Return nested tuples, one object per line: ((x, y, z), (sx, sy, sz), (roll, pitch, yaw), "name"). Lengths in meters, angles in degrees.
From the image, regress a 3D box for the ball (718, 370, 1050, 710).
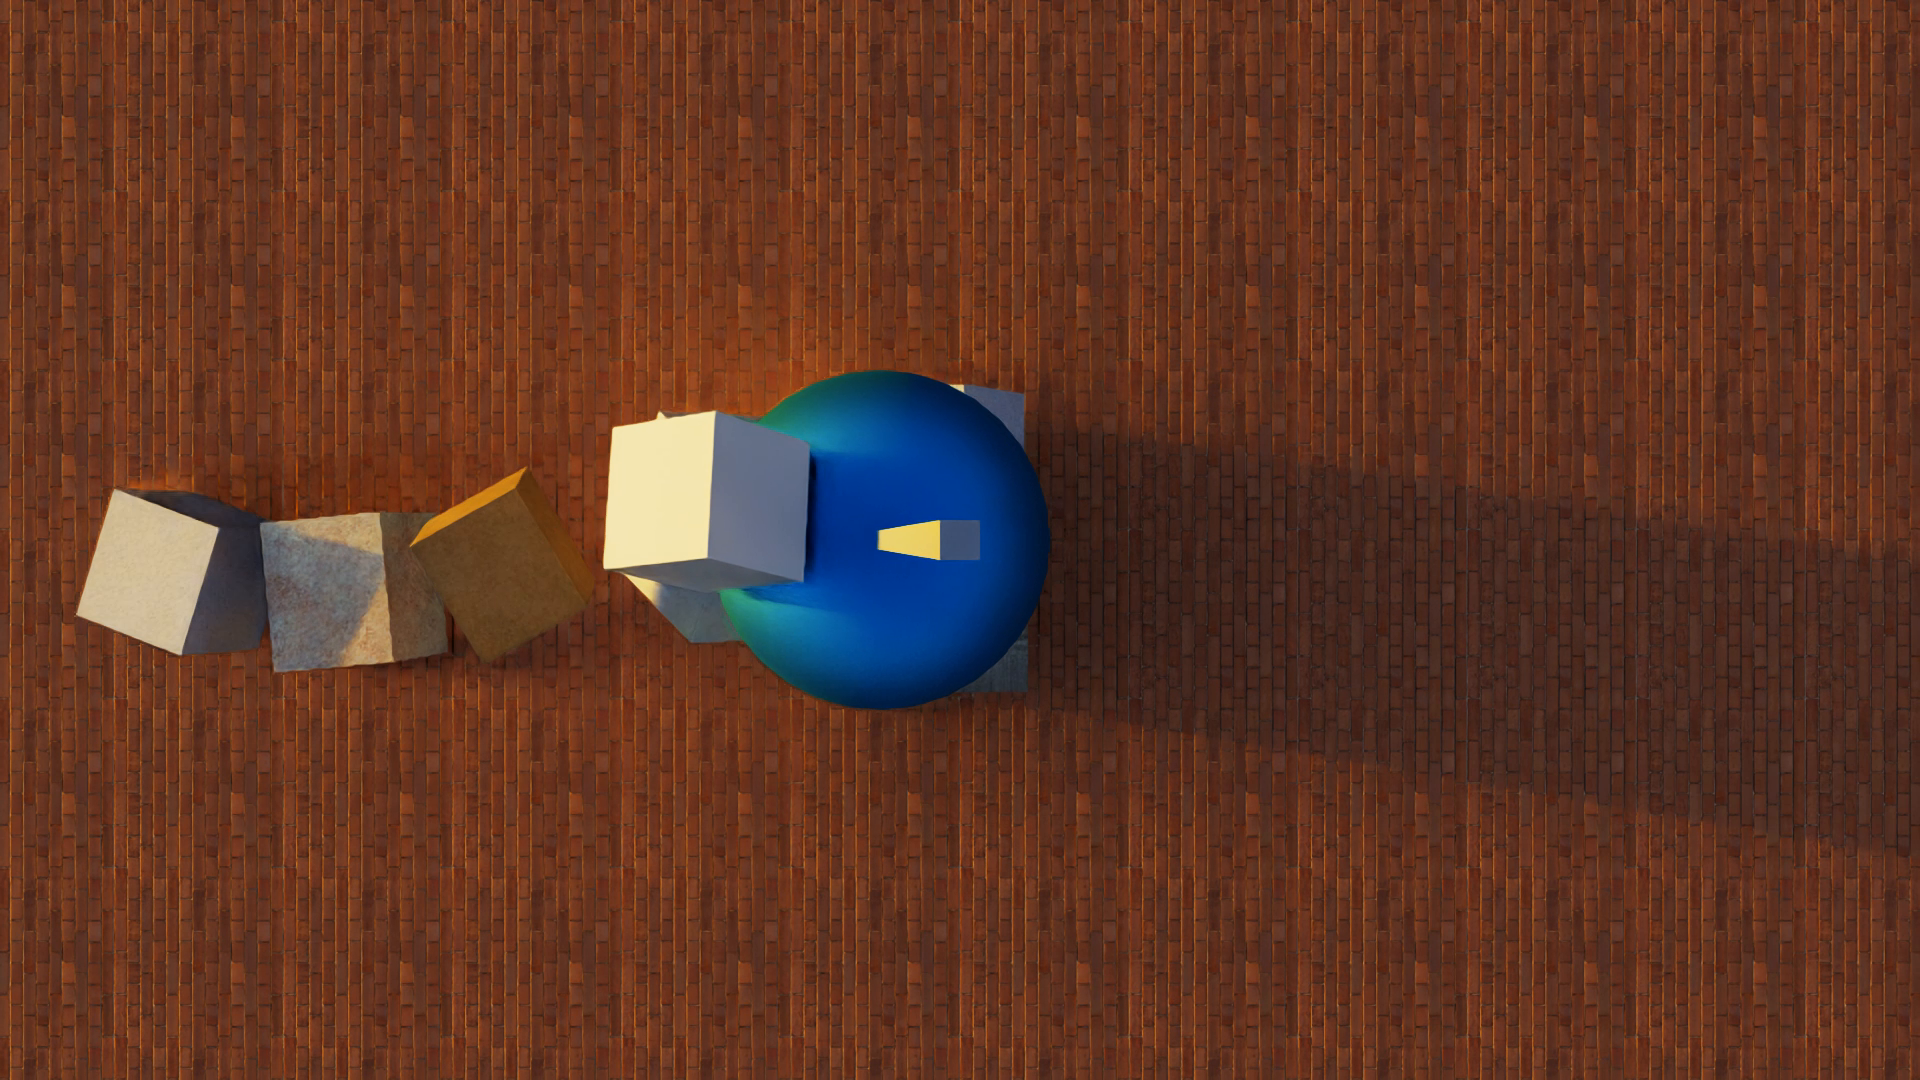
((-0.373, 0.000, 10.350), (1.600, 1.600, 1.600), (0, 90, 0), "ball")

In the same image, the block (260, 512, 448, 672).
((-3.436, 0.284, 12.531), (0.689, 0.863, 0.829), (-5, 90, 7), "block")

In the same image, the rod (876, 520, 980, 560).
((-0.162, 0.000, 6.956), (0.080, 5.200, 0.080), (0, 90, -4), "rod")

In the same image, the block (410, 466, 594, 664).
((-2.329, 0.121, 11.275), (0.598, 0.639, 0.701), (-29, 103, 0), "block")

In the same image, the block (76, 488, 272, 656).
((-4.394, 0.176, 12.515), (0.687, 0.786, 0.739), (19, 94, 13), "block")

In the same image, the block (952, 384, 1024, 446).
((-0.213, -0.423, 12.432), (0.893, 0.840, 0.845), (1, 90, 25), "block")

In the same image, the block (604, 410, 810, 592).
((-1.087, -0.151, 9.507), (0.593, 0.623, 0.622), (-6, 76, 35), "block")

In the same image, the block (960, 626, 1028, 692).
((-0.017, 0.428, 12.619), (0.793, 0.761, 0.836), (0, 90, 0), "block")

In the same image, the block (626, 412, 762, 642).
((-1.132, -0.072, 11.863), (0.858, 0.989, 0.911), (40, 118, 40), "block")
